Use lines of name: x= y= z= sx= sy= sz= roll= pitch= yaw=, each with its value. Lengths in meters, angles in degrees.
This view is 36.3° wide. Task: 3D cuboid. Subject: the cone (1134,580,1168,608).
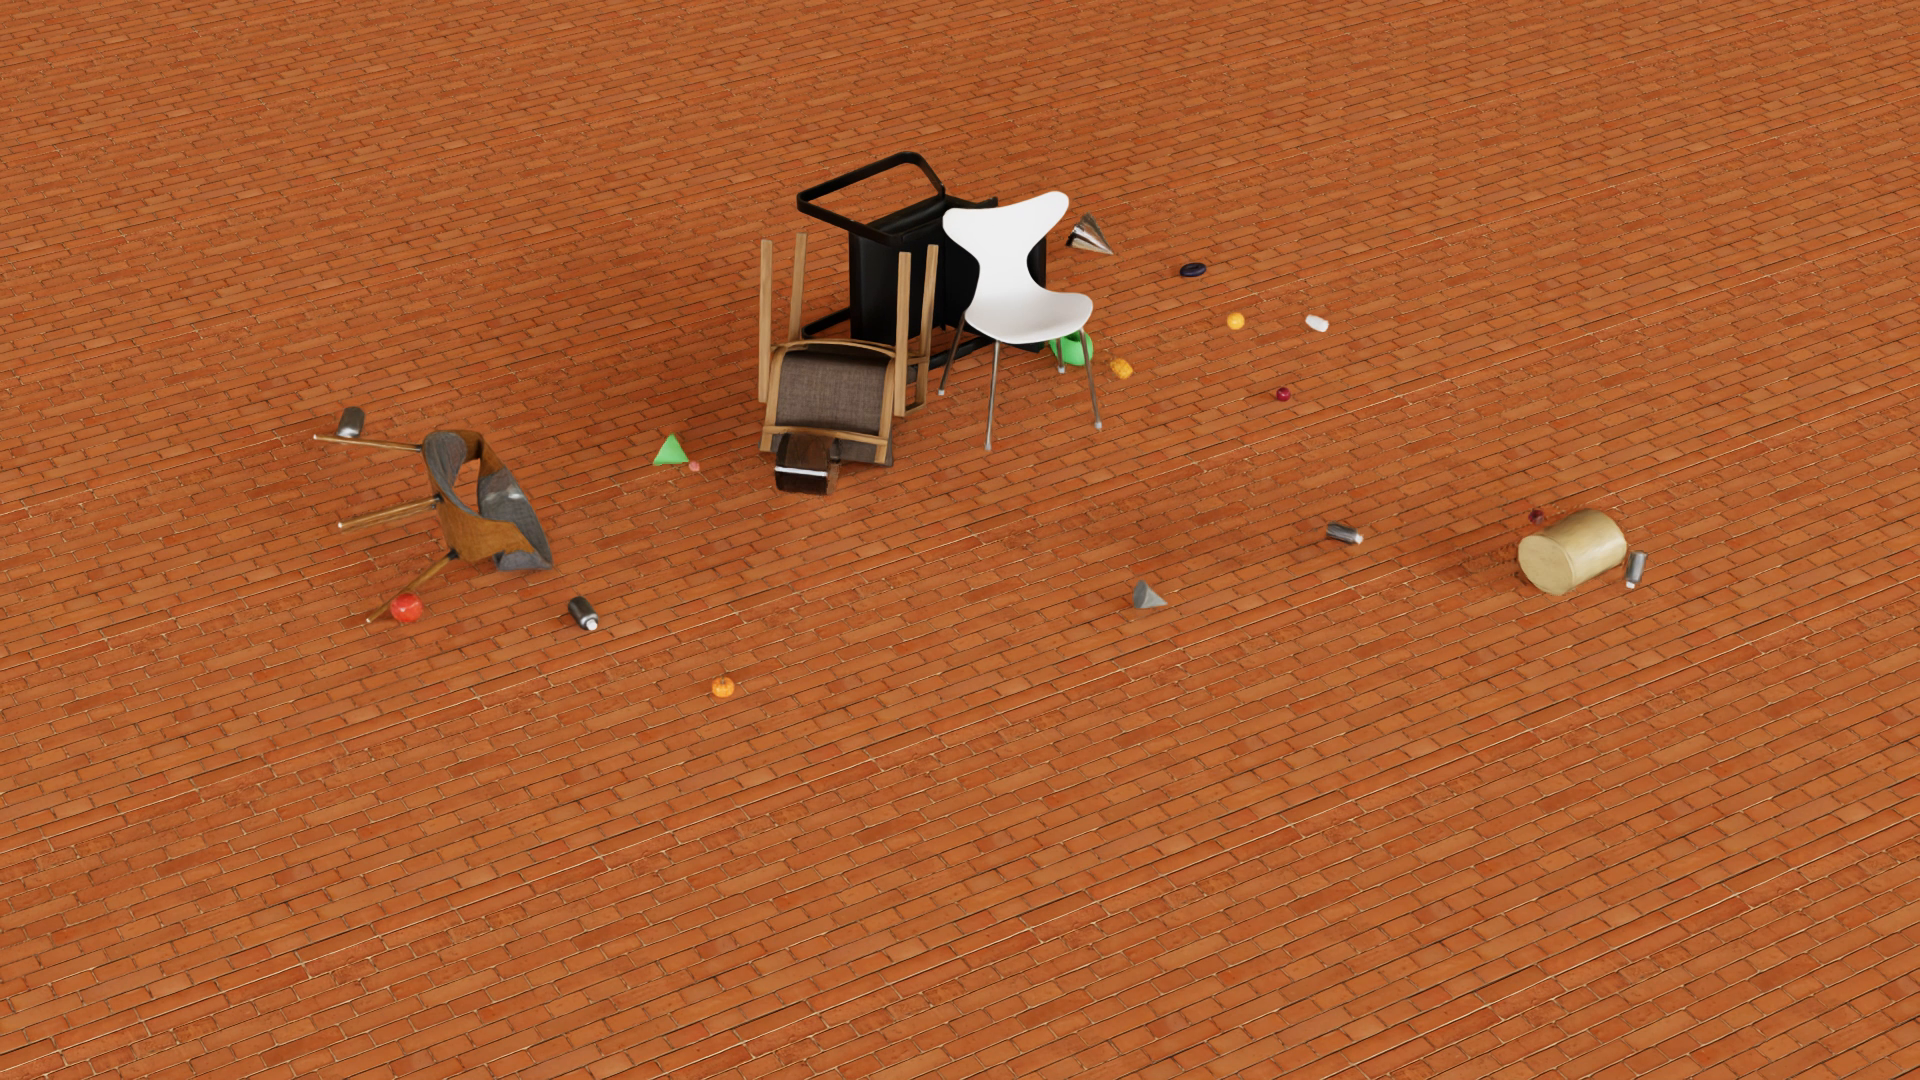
cone: x=0.701 y=0.213 z=10.578 sx=0.115 sy=0.098 sz=0.171 roll=21 pitch=16 yaw=-14

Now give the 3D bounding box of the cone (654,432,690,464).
cone: x=-1.102 y=-0.331 z=11.404 sx=0.118 sy=0.098 sz=0.162 roll=29 pitch=52 yaw=0

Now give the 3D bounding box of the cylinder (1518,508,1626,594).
cylinder: x=2.230 y=0.041 z=10.682 sx=0.290 sy=0.221 sz=0.262 roll=-23 pitch=36 yaw=-31

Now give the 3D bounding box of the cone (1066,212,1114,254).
cone: x=0.596 y=-1.307 z=12.855 sx=0.204 sy=0.187 sz=0.120 roll=37 pitch=15 yaw=10

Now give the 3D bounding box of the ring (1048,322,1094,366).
ring: x=0.457 y=-0.811 z=12.085 sx=0.153 sy=0.101 sz=0.286 roll=-13 pitch=34 yaw=-21

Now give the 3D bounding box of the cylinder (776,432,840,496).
cylinder: x=-0.580 y=-0.289 z=11.182 sx=0.196 sy=0.221 sz=0.240 roll=6 pitch=32 yaw=9

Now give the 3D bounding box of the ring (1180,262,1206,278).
ring: x=1.009 y=-1.169 z=12.688 sx=0.128 sy=0.034 sz=0.087 roll=-17 pitch=36 yaw=-23
